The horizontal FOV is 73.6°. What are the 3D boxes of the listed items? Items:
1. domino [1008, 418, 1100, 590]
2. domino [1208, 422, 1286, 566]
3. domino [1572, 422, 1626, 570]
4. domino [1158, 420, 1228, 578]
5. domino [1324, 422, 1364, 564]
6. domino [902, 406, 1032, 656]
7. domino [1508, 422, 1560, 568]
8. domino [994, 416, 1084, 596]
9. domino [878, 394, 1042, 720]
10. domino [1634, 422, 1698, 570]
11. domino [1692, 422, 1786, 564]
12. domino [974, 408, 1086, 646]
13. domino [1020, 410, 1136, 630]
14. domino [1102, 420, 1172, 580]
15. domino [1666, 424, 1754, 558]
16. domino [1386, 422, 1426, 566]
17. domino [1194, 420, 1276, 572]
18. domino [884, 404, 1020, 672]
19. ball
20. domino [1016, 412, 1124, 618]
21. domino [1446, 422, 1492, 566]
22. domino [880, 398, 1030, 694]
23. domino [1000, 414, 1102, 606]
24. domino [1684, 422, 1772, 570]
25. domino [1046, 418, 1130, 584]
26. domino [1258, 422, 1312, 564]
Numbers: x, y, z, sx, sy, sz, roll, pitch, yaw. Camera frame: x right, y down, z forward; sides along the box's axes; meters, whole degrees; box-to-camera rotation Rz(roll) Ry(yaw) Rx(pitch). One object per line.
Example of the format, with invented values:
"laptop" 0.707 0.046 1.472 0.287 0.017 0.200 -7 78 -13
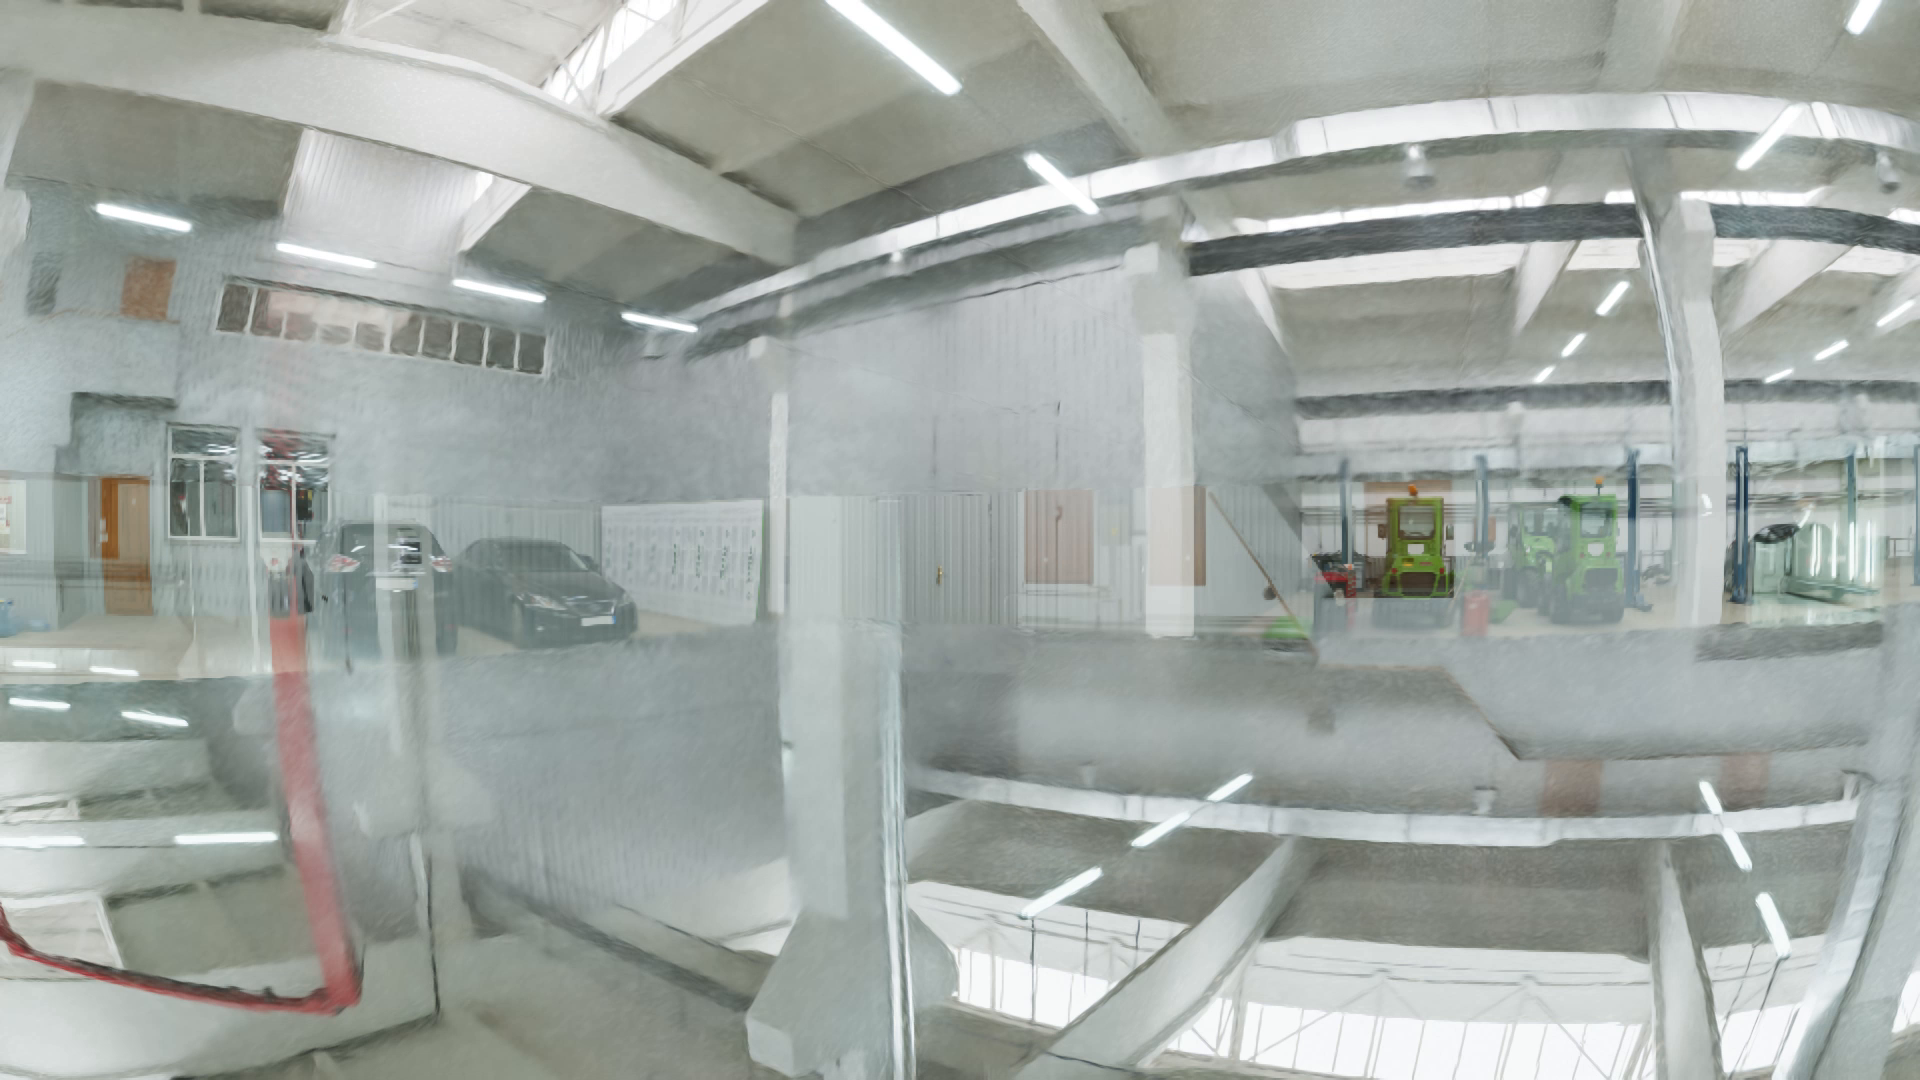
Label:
"domino" 0.028 -0.011 0.382 0.025 0.050 0.009 2 5 25
"domino" 0.101 -0.016 0.453 0.025 0.050 0.009 2 5 26
"domino" 0.223 -0.016 0.448 0.009 0.050 0.025 1 4 12
"domino" 0.076 -0.014 0.421 0.010 0.050 0.025 -2 5 -24
"domino" 0.139 -0.017 0.464 0.009 0.050 0.025 1 4 9
"domino" 0.002 -0.002 0.264 0.025 0.050 0.009 2 5 21
"domino" 0.202 -0.016 0.452 0.010 0.050 0.025 1 4 10
"domino" 0.022 -0.010 0.361 0.025 0.050 0.009 0 4 3
"domino" 0.000 0.002 0.201 0.025 0.050 0.009 0 4 0
"domino" 0.244 -0.016 0.444 0.009 0.050 0.025 1 4 8
"domino" 0.278 -0.017 0.459 0.025 0.050 0.009 1 4 14
"domino" 0.015 -0.004 0.281 0.010 0.050 0.025 -4 6 -41
"domino" 0.027 -0.005 0.298 0.025 0.050 0.009 1 4 14
"domino" 0.056 -0.013 0.413 0.009 0.050 0.025 -2 5 -26
"domino" 0.281 -0.018 0.480 0.025 0.050 0.009 0 4 2
"domino" 0.160 -0.017 0.460 0.009 0.050 0.025 1 4 13
"domino" 0.093 -0.015 0.433 0.025 0.050 0.010 3 5 31
"domino" -0.001 -0.001 0.243 0.025 0.050 0.010 0 4 1
"ball" 0.000 -0.002 0.056 0.080 0.080 0.080 0 4 0
"domino" 0.027 -0.006 0.319 0.025 0.050 0.009 -1 4 -7
"domino" 0.181 -0.017 0.455 0.009 0.050 0.025 1 4 11
"domino" -0.001 0.001 0.222 0.025 0.050 0.009 0 4 -3
"domino" 0.024 -0.008 0.340 0.025 0.050 0.009 -1 4 -9
"domino" 0.265 -0.016 0.443 0.009 0.050 0.025 -1 4 -14
"domino" 0.040 -0.012 0.400 0.025 0.050 0.010 4 6 42
"domino" 0.118 -0.017 0.465 0.009 0.050 0.025 -1 4 -8
